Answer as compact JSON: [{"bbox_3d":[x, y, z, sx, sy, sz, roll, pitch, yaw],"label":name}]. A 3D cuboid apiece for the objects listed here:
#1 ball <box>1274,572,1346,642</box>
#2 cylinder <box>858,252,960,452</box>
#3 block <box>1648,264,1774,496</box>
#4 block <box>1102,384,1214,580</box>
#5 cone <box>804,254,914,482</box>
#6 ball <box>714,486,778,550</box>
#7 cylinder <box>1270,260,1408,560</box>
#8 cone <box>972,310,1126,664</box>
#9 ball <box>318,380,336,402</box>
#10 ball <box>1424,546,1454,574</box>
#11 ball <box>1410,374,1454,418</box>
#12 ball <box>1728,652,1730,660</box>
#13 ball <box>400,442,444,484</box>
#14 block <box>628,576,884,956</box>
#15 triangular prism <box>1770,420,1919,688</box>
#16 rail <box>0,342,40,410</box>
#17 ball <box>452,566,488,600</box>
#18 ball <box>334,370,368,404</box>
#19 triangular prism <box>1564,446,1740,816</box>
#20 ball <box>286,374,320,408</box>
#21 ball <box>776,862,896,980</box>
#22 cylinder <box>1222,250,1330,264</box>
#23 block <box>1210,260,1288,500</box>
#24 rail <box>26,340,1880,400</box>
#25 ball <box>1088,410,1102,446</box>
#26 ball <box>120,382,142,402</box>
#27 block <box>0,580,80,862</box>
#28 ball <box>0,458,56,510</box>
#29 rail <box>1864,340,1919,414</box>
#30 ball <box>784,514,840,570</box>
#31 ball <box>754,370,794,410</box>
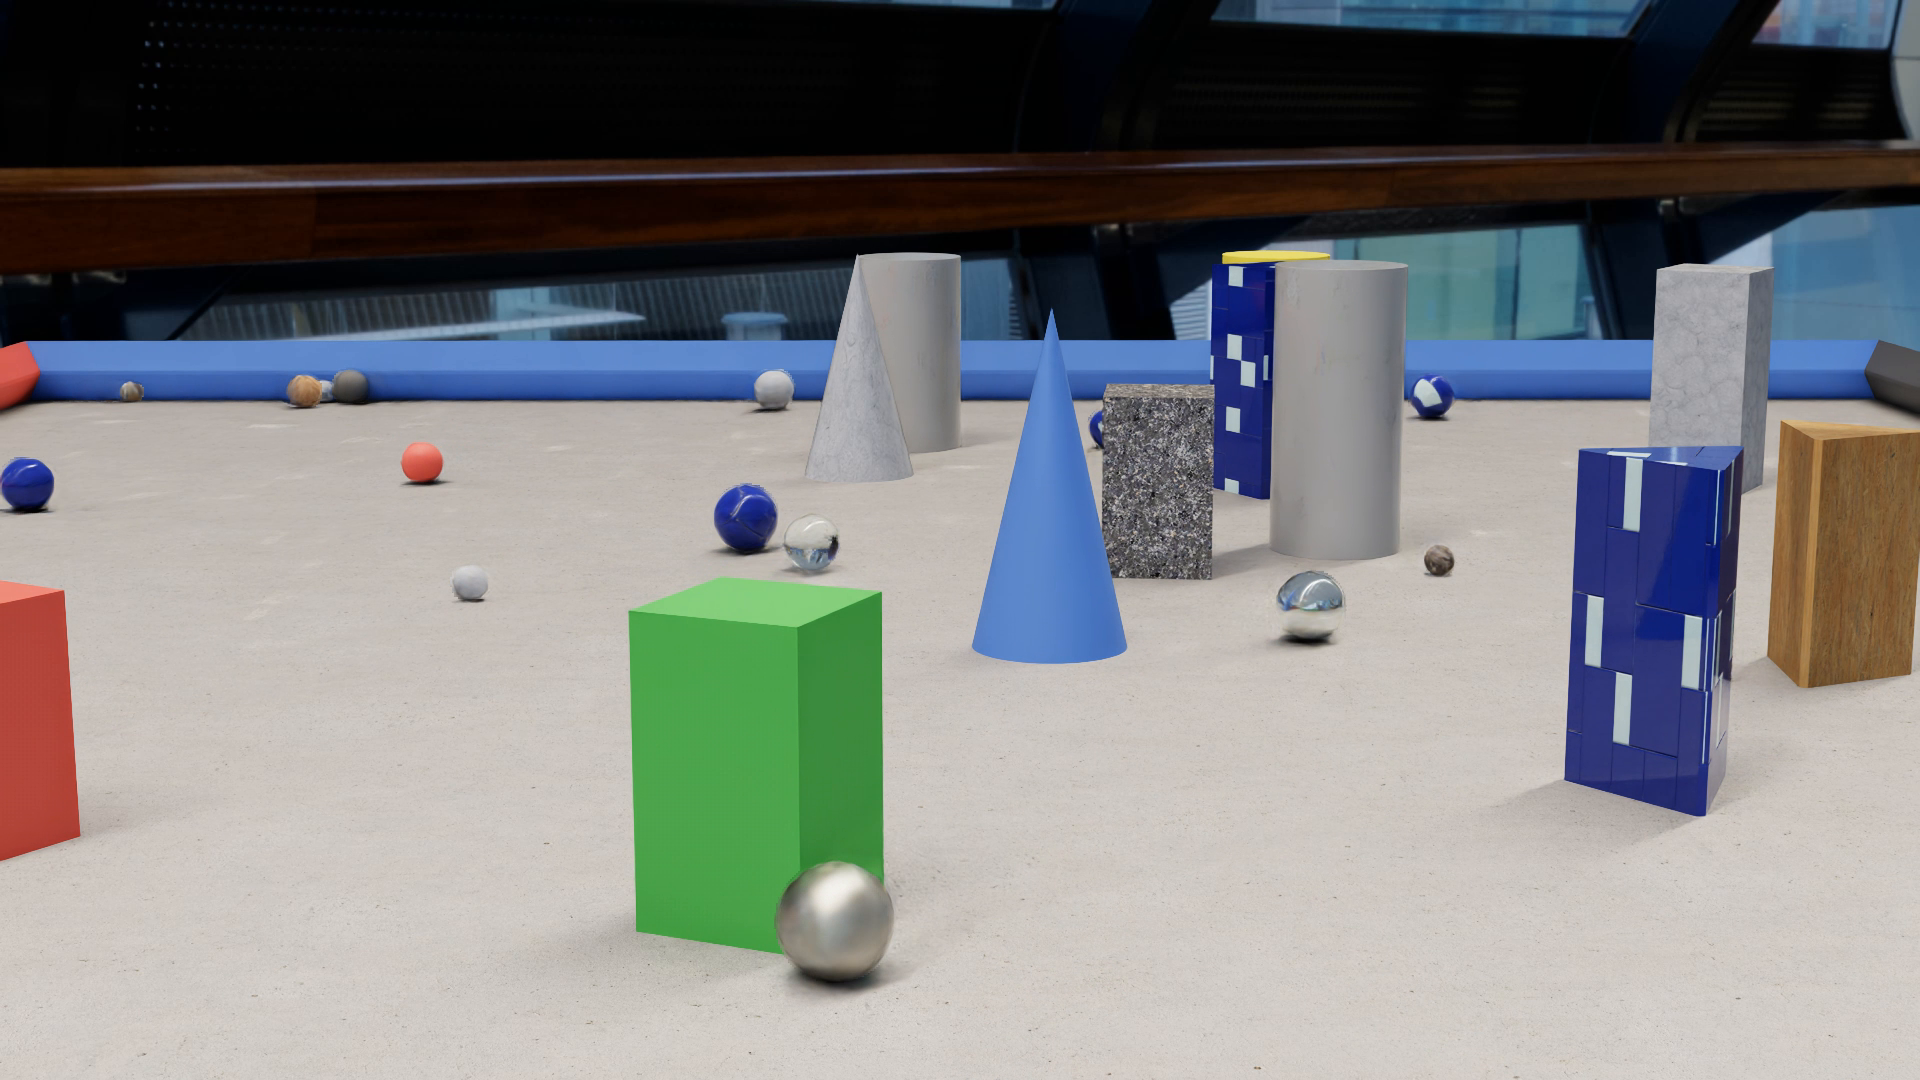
[{"bbox_3d":[0.448,0.085,3.281,0.089,0.089,0.089,0,10,0],"label":"ball"},{"bbox_3d":[-0.097,-0.363,4.941,0.197,0.365,0.197,0,10,0],"label":"cylinder"},{"bbox_3d":[1.303,-0.281,4.454,0.158,0.381,0.158,7,12,32],"label":"block"},{"bbox_3d":[0.289,-0.087,3.737,0.158,0.262,0.158,1,11,5],"label":"block"},{"bbox_3d":[-0.182,-0.314,4.589,0.197,0.398,0.197,0,10,0],"label":"cone"},{"bbox_3d":[-0.325,-0.033,3.892,0.099,0.099,0.099,0,10,0],"label":"ball"},{"bbox_3d":[0.571,-0.200,3.879,0.197,0.432,0.197,0,10,0],"label":"cylinder"},{"bbox_3d":[0.114,-0.077,3.219,0.197,0.431,0.197,0,10,0],"label":"cone"},{"bbox_3d":[-1.386,-0.325,5.603,0.050,0.050,0.050,0,10,0],"label":"ball"},{"bbox_3d":[0.694,0.029,3.709,0.043,0.043,0.043,0,10,0],"label":"ball"},{"bbox_3d":[0.984,-0.301,5.356,0.092,0.092,0.092,0,10,0],"label":"ball"},{"bbox_3d":[0.901,0.140,3.091,0.051,0.051,0.051,0,10,0],"label":"ball"},{"bbox_3d":[-0.948,-0.136,4.520,0.073,0.073,0.073,0,10,0],"label":"ball"},{"bbox_3d":[-0.171,0.189,2.198,0.158,0.279,0.158,5,11,24],"label":"block"},{"bbox_3d":[1.044,0.010,3.114,0.171,0.297,0.148,-5,12,-25],"label":"triangular prism"},{"bbox_3d":[-2.016,0.035,3.437,0.045,0.128,4.483,0,10,0],"label":"rail"},{"bbox_3d":[-0.675,0.059,3.535,0.048,0.048,0.048,0,10,0],"label":"ball"},{"bbox_3d":[-1.323,-0.333,5.577,0.075,0.075,0.075,0,10,0],"label":"ball"},{"bbox_3d":[0.735,0.082,2.598,0.148,0.344,0.171,-8,13,-36],"label":"triangular prism"},{"bbox_3d":[-1.411,-0.319,5.514,0.071,0.071,0.071,0,10,0],"label":"ball"},{"bbox_3d":[-0.100,0.307,2.067,0.095,0.095,0.095,0,10,0],"label":"ball"},{"bbox_3d":[0.583,-0.339,4.766,0.197,0.382,0.197,0,10,0],"label":"cylinder"},{"bbox_3d":[0.542,-0.279,4.424,0.158,0.388,0.158,-6,12,-28],"label":"block"},{"bbox_3d":[-0.013,-0.371,5.630,4.079,0.128,0.045,0,10,0],"label":"rail"},{"bbox_3d":[0.286,-0.215,4.941,0.075,0.075,0.075,0,10,0],"label":"ball"},{"bbox_3d":[-1.812,-0.323,5.603,0.045,0.045,0.045,0,10,0],"label":"ball"},{"bbox_3d":[-0.950,0.170,2.406,0.158,0.240,0.158,6,12,31],"label":"block"},{"bbox_3d":[-1.542,-0.092,4.242,0.087,0.087,0.087,0,10,0],"label":"ball"},{"bbox_3d":[2.016,0.031,3.460,0.045,0.128,4.483,0,10,0],"label":"rail"},{"bbox_3d":[-0.216,0.003,3.742,0.082,0.082,0.082,0,10,0],"label":"ball"},{"bbox_3d":[-0.398,-0.320,5.480,0.085,0.085,0.085,0,10,0],"label":"ball"}]
